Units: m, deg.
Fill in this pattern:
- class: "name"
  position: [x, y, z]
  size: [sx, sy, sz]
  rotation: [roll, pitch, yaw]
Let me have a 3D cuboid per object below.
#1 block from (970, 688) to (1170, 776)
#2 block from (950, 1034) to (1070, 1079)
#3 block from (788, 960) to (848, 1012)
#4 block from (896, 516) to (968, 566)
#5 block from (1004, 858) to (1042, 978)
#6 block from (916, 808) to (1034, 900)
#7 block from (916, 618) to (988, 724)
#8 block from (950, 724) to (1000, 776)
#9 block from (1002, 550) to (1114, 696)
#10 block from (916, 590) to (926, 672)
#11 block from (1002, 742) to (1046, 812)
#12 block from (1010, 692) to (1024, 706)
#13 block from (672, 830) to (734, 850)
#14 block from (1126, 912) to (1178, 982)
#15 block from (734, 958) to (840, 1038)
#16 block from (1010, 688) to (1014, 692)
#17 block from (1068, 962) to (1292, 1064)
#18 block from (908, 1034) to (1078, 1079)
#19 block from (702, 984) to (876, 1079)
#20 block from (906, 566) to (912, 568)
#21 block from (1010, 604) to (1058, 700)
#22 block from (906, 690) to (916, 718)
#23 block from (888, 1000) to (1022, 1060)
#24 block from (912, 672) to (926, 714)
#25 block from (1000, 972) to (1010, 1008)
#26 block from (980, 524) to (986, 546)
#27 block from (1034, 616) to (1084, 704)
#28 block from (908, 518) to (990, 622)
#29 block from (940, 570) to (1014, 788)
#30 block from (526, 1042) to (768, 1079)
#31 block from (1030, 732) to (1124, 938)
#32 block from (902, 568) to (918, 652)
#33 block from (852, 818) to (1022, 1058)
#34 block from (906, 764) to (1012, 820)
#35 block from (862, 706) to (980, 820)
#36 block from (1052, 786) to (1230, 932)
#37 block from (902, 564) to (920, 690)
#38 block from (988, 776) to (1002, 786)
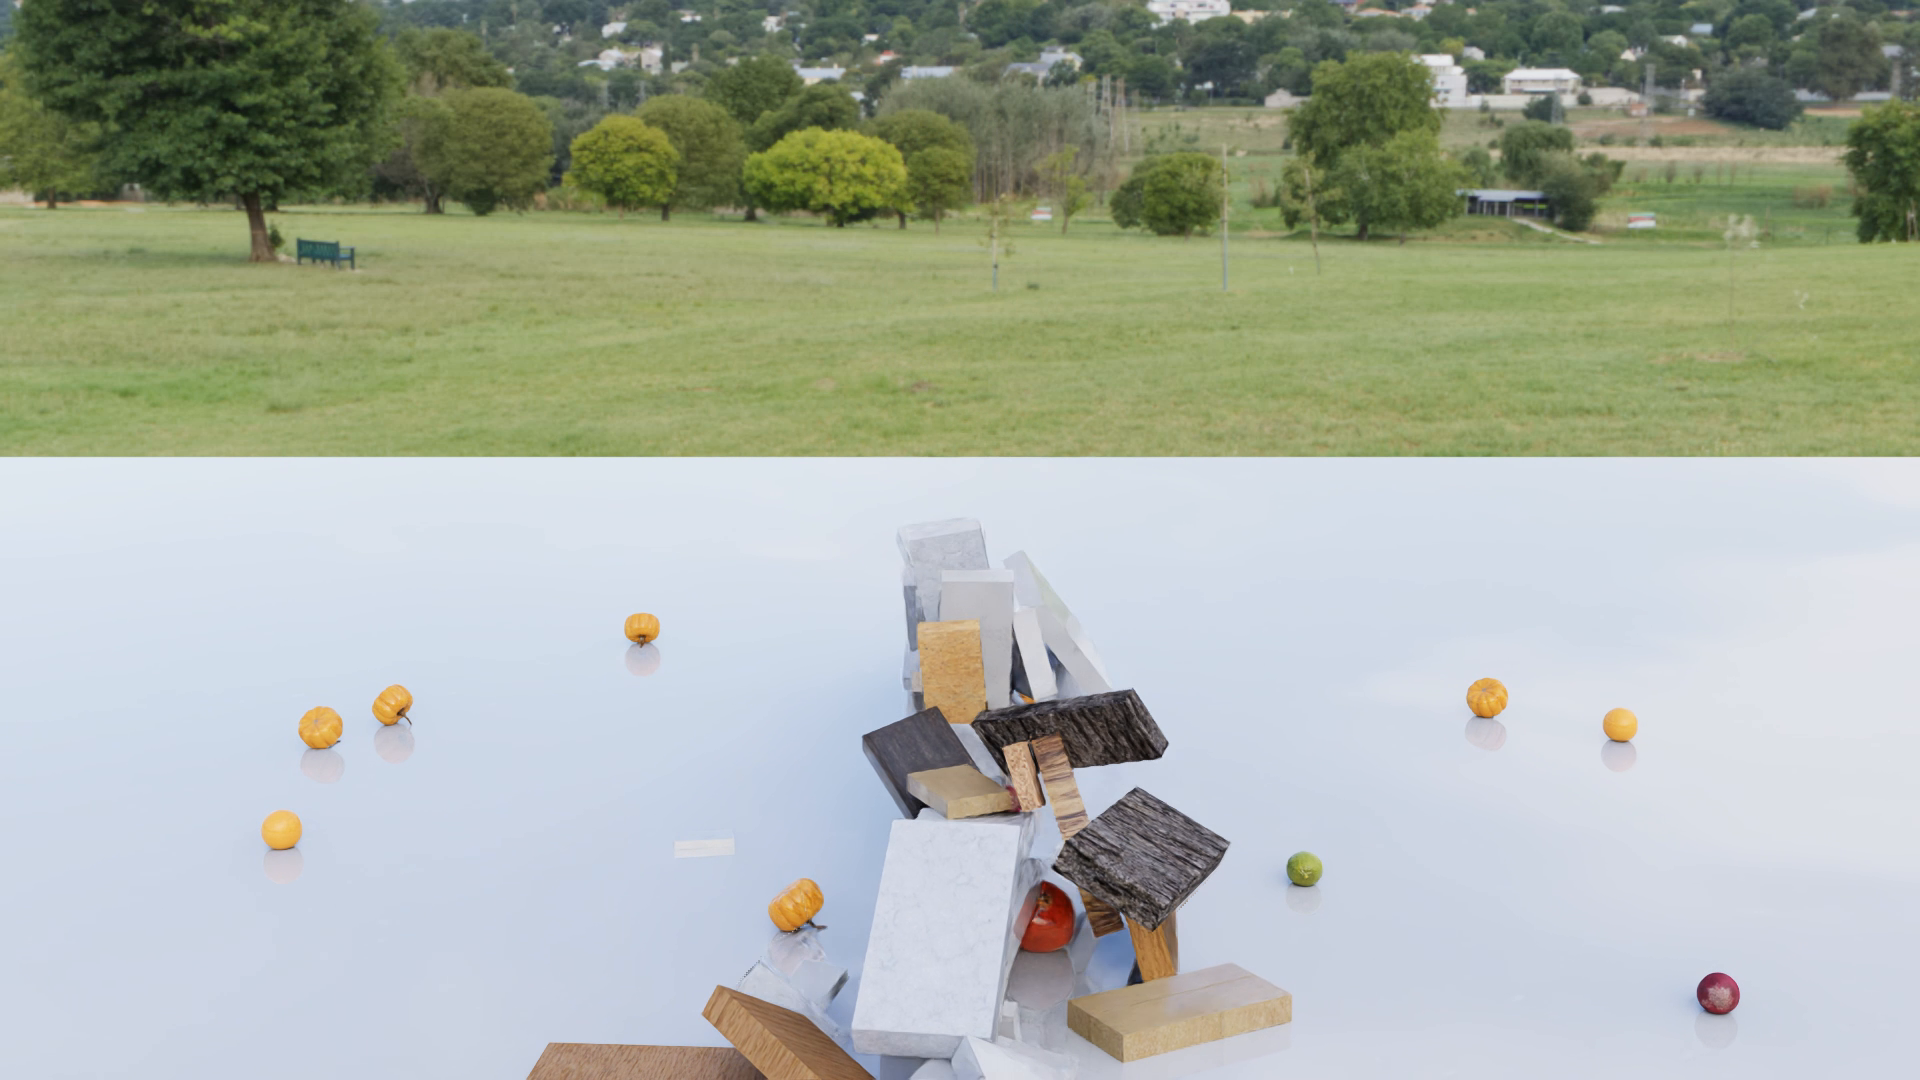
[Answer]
- class: "block"
  position: [0.176, 0.317, 3.590]
  size: [0.336, 0.118, 0.033]
  rotation: [-13, 29, 43]
- class: "block"
  position: [0.091, 0.688, 2.571]
  size: [0.144, 0.041, 0.288]
  rotation: [24, 10, -19]
- class: "block"
  position: [-0.224, 0.656, 3.144]
  size: [0.070, 0.020, 0.139]
  rotation: [6, 31, 26]
- class: "block"
  position: [-0.019, 0.077, 4.813]
  size: [0.162, 0.046, 0.324]
  rotation: [-8, 41, -14]
- class: "block"
  position: [0.007, 0.529, 3.139]
  size: [0.175, 0.050, 0.452]
  rotation: [2, 6, 8]
- class: "block"
  position: [0.010, 0.465, 3.274]
  size: [0.175, 0.050, 0.351]
  rotation: [1, 6, 6]
- class: "block"
  position: [-0.004, 0.311, 3.780]
  size: [0.104, 0.402, 0.029]
  rotation: [-4, 33, 2]
- class: "block"
  position: [-0.002, 0.450, 3.705]
  size: [0.140, 0.281, 0.040]
  rotation: [0, -20, 0]
- class: "block"
  position: [0.184, 0.163, 4.059]
  size: [0.043, 0.301, 0.151]
  rotation: [-30, 43, 9]
- class: "block"
  position: [-0.015, 0.158, 3.864]
  size: [0.118, 0.033, 0.236]
  rotation: [-3, -31, -1]
- class: "block"
  position: [0.103, 0.373, 3.464]
  size: [0.029, 0.104, 0.208]
  rotation: [-18, -7, 3]
- class: "block"
  position: [0.065, 0.360, 4.428]
  size: [0.148, 0.042, 0.296]
  rotation: [-2, 9, -10]
- class: "block"
  position: [-0.458, 0.535, 3.926]
  size: [0.106, 0.015, 0.053]
  rotation: [-2, 11, -11]
- class: "block"
  position: [0.289, 0.557, 3.369]
  size: [0.047, 0.167, 0.334]
  rotation: [-15, 9, 7]
- class: "block"
  position: [-0.239, 0.641, 2.979]
  size: [0.139, 0.070, 0.020]
  rotation: [42, 8, -3]
- class: "block"
  position: [0.044, 0.287, 4.525]
  size: [0.148, 0.042, 0.296]
  rotation: [-2, -13, -11]
- class: "block"
  position: [0.313, 0.670, 3.128]
  size: [0.288, 0.041, 0.144]
  rotation: [-6, 12, -29]
- class: "block"
  position: [0.005, 0.698, 2.663]
  size: [0.158, 0.045, 0.535]
  rotation: [14, 6, 15]
- class: "block"
  position: [-0.184, 0.672, 2.783]
  size: [0.157, 0.045, 0.315]
  rotation: [30, -2, -39]
- class: "block"
  position: [-0.023, 0.127, 4.337]
  size: [0.148, 0.042, 0.296]
  rotation: [-1, -24, 2]
- class: "block"
  position: [0.107, 0.194, 3.921]
  size: [0.043, 0.151, 0.373]
  rotation: [-16, 1, -5]
- class: "block"
  position: [-0.010, 0.245, 4.119]
  size: [0.167, 0.334, 0.047]
  rotation: [2, -32, 2]
- class: "block"
  position: [-0.016, 0.665, 2.992]
  size: [0.194, 0.097, 0.028]
  rotation: [3, 33, 14]
- class: "block"
  position: [-0.021, 0.275, 3.929]
  size: [0.121, 0.034, 0.243]
  rotation: [0, -14, 0]
- class: "block"
  position: [-0.015, 0.590, 3.019]
  size: [0.157, 0.045, 0.315]
  rotation: [1, 6, 6]
- class: "block"
  position: [-0.029, 0.125, 5.044]
  size: [0.162, 0.324, 0.046]
  rotation: [-1, 20, -7]
- class: "block"
  position: [0.191, 0.270, 4.222]
  size: [0.043, 0.151, 0.301]
  rotation: [-2, 18, 12]
- class: "block"
  position: [-0.006, 0.084, 3.718]
  size: [0.121, 0.243, 0.034]
  rotation: [-10, 31, 3]
- class: "block"
  position: [0.024, 0.268, 3.791]
  size: [0.122, 0.498, 0.034]
  rotation: [1, 33, -1]
- class: "block"
  position: [-0.395, 0.715, 2.870]
  size: [0.327, 0.046, 0.163]
  rotation: [1, 11, 4]
- class: "block"
  position: [0.183, 0.458, 3.453]
  size: [0.047, 0.167, 0.334]
  rotation: [-18, 25, 0]
- class: "block"
  position: [-0.036, 0.121, 3.864]
  size: [0.118, 0.033, 0.236]
  rotation: [-4, -31, 0]
- class: "block"
  position: [-0.025, 0.518, 2.886]
  size: [0.175, 0.050, 0.351]
  rotation: [2, 41, 8]
- class: "block"
  position: [-0.004, 0.398, 3.487]
  size: [0.104, 0.029, 0.208]
  rotation: [-7, 8, -18]
- class: "block"
  position: [-0.036, 0.408, 3.618]
  size: [0.140, 0.040, 0.281]
  rotation: [-21, 51, -19]
- class: "block"
  position: [0.270, 0.462, 3.220]
  size: [0.167, 0.047, 0.334]
  rotation: [30, 18, 16]
- class: "block"
  position: [-0.033, 0.150, 4.074]
  size: [0.123, 0.035, 0.306]
  rotation: [-2, 44, 6]
- class: "block"
  position: [-0.001, 0.508, 3.581]
  size: [0.140, 0.040, 0.281]
  rotation: [0, 45, 0]
